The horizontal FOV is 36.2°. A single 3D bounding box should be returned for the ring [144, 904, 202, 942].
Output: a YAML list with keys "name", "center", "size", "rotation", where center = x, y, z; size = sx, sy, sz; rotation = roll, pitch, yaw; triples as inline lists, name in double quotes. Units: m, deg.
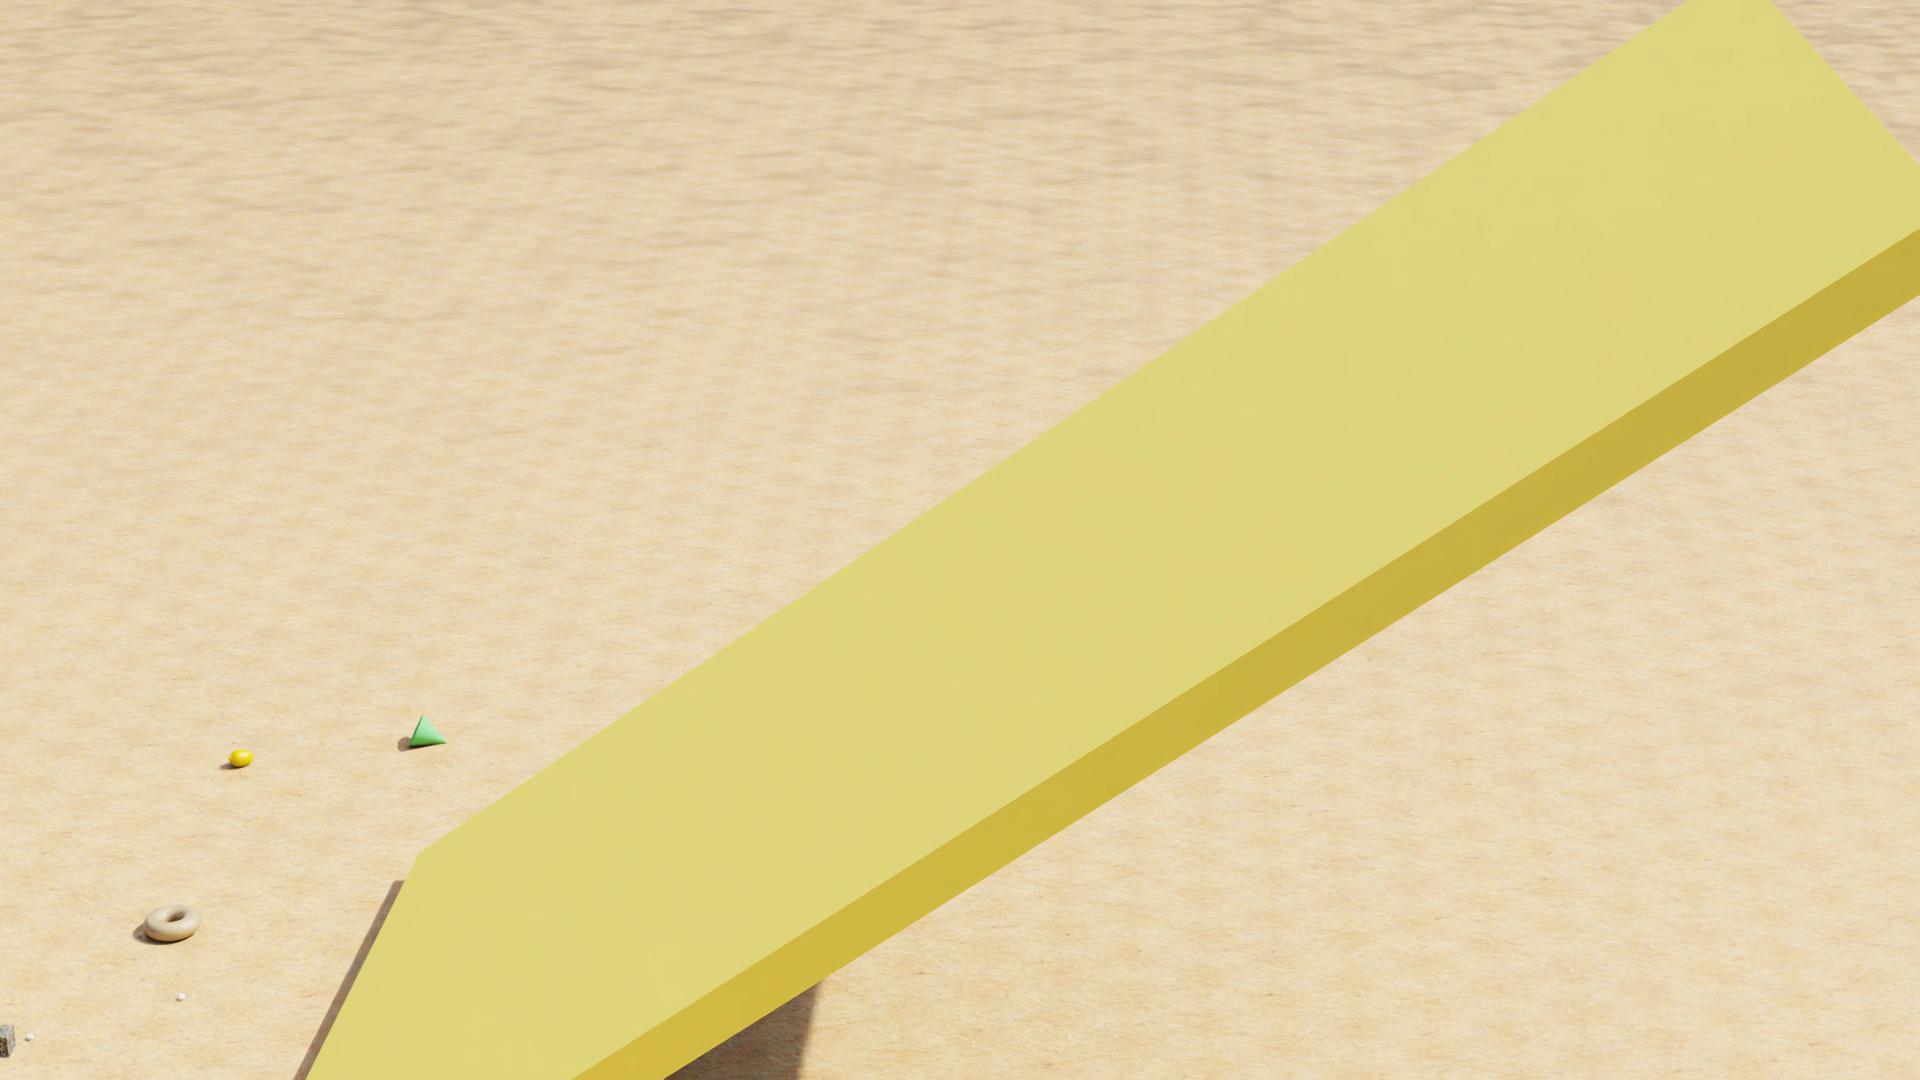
- name: "ring"
  center: [-2.022, 0.983, 7.549]
  size: [0.145, 0.048, 0.145]
  rotation: [-1, 21, 0]

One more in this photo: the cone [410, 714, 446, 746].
- name: "cone"
  center: [-1.537, 0.572, 8.559]
  size: [0.099, 0.099, 0.099]
  rotation: [24, 19, -13]

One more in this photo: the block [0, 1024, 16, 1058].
- name: "block"
  center: [-2.291, 1.196, 7.016]
  size: [0.056, 0.056, 0.056]
  rotation: [0, 22, 0]

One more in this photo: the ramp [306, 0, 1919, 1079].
- name: "ramp"
  center: [0.131, 0.177, 6.317]
  size: [4.000, 0.100, 2.000]
  rotation: [-34, 16, 16]
